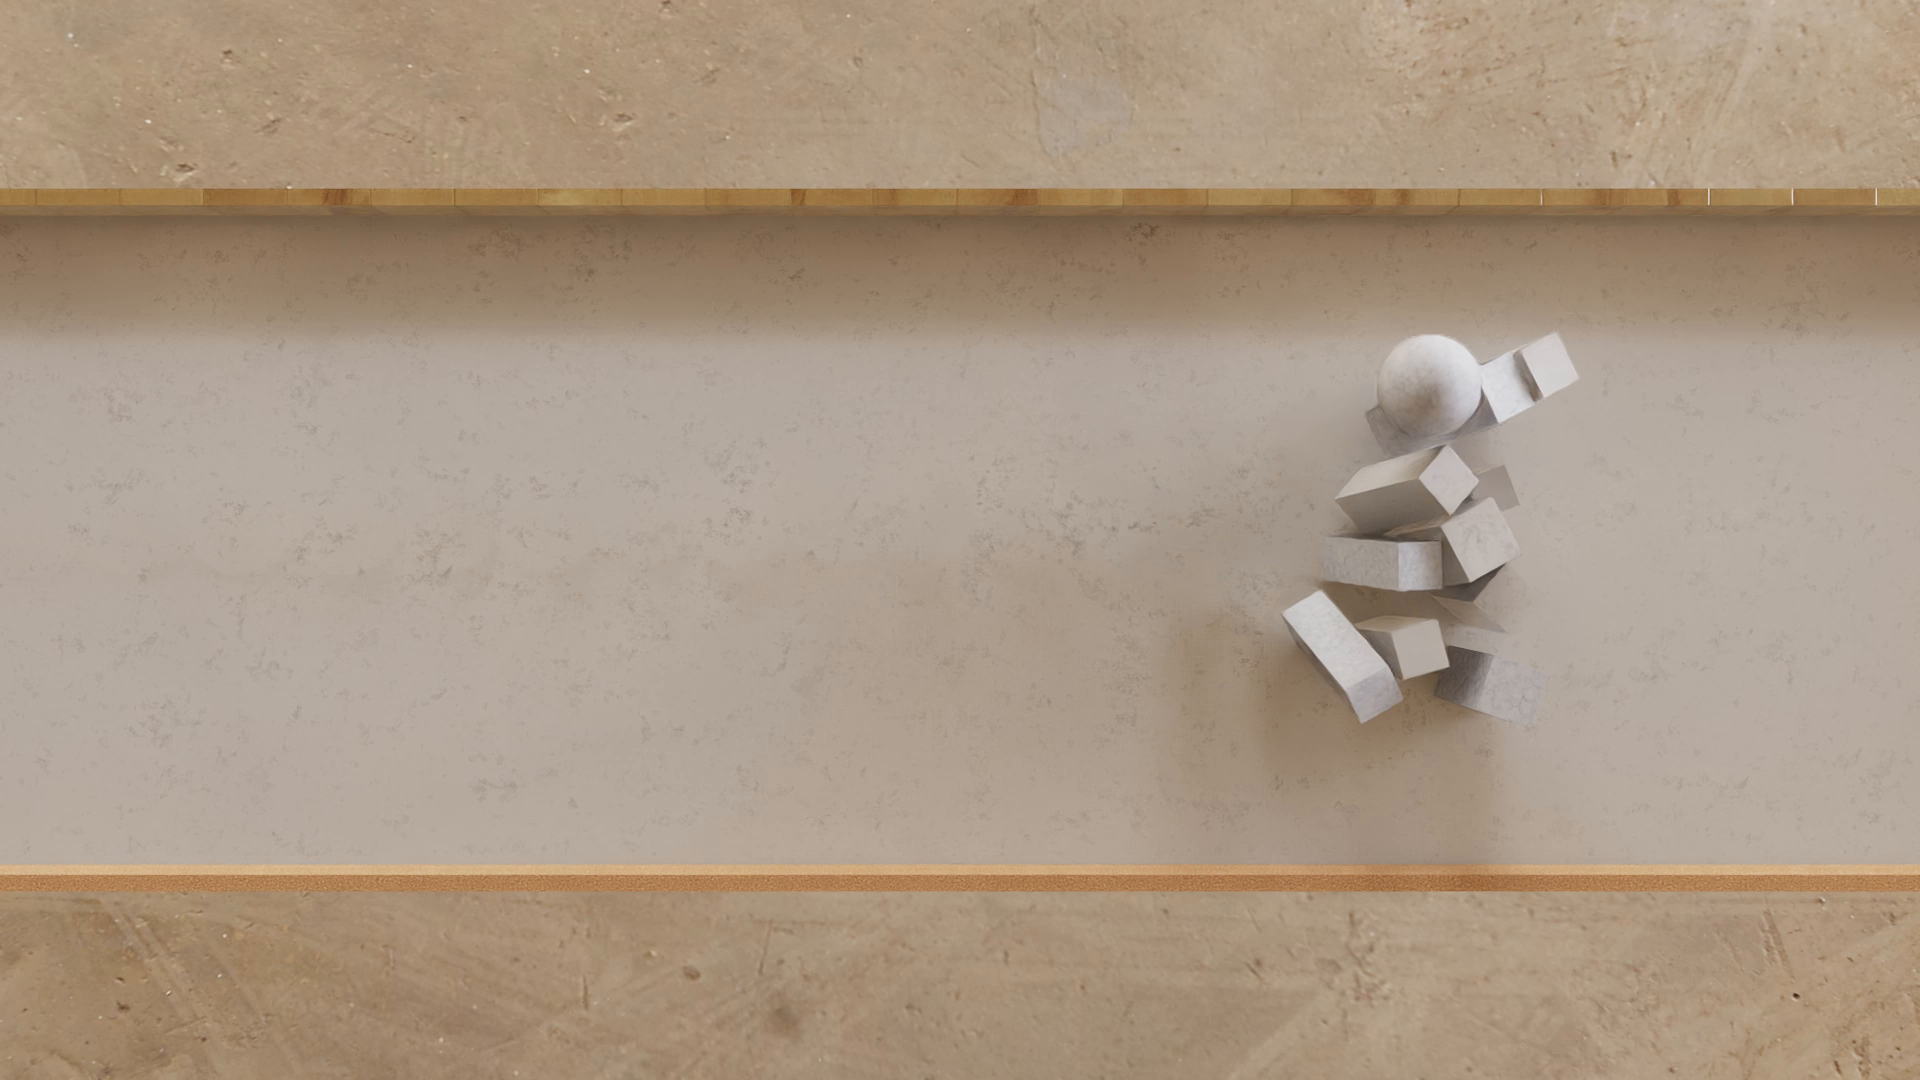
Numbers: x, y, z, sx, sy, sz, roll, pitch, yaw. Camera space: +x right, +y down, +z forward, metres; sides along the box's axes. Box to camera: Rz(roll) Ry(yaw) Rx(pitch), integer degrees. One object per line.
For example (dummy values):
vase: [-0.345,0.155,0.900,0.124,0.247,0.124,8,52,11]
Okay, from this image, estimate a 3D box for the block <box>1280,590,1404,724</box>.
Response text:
block: [1.117,0.337,4.845,0.139,0.449,0.139,-30,120,2]

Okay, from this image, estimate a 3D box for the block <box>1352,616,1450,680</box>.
block: [1.275,0.311,4.847,0.137,0.450,0.137,-15,90,-4]

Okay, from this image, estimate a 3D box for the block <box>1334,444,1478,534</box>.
block: [1.304,-0.145,4.844,0.145,0.422,0.145,47,70,-9]

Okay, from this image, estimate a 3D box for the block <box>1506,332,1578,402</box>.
block: [1.599,-0.461,4.861,0.149,0.405,0.149,-26,90,-24]

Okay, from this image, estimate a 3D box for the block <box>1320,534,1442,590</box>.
block: [1.228,0.061,4.835,0.135,0.456,0.135,-2,93,-15]

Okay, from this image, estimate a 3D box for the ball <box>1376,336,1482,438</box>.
ball: [1.298,-0.425,4.564,0.282,0.282,0.282,0,90,0]

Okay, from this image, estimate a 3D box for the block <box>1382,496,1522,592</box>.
block: [1.419,0.019,4.834,0.179,0.458,0.179,-28,90,-11]

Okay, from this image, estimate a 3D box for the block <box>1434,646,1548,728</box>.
block: [1.560,0.428,4.867,0.165,0.419,0.165,19,90,0]

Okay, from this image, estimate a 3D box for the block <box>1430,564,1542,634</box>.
block: [1.552,0.164,4.880,0.145,0.388,0.145,40,90,-2]

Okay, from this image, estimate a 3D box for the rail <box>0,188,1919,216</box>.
rail: [-2.247,-1.025,5.002,12.000,0.150,0.050,0,90,0]

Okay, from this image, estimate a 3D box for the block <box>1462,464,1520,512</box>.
block: [1.526,-0.134,4.915,0.126,0.316,0.126,-21,90,-4]

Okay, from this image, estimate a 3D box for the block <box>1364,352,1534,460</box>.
block: [1.427,-0.385,4.836,0.165,0.459,0.165,-24,90,-30]

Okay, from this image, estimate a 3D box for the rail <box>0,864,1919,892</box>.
rail: [-2.247,1.025,5.001,12.000,0.150,0.050,0,90,0]
